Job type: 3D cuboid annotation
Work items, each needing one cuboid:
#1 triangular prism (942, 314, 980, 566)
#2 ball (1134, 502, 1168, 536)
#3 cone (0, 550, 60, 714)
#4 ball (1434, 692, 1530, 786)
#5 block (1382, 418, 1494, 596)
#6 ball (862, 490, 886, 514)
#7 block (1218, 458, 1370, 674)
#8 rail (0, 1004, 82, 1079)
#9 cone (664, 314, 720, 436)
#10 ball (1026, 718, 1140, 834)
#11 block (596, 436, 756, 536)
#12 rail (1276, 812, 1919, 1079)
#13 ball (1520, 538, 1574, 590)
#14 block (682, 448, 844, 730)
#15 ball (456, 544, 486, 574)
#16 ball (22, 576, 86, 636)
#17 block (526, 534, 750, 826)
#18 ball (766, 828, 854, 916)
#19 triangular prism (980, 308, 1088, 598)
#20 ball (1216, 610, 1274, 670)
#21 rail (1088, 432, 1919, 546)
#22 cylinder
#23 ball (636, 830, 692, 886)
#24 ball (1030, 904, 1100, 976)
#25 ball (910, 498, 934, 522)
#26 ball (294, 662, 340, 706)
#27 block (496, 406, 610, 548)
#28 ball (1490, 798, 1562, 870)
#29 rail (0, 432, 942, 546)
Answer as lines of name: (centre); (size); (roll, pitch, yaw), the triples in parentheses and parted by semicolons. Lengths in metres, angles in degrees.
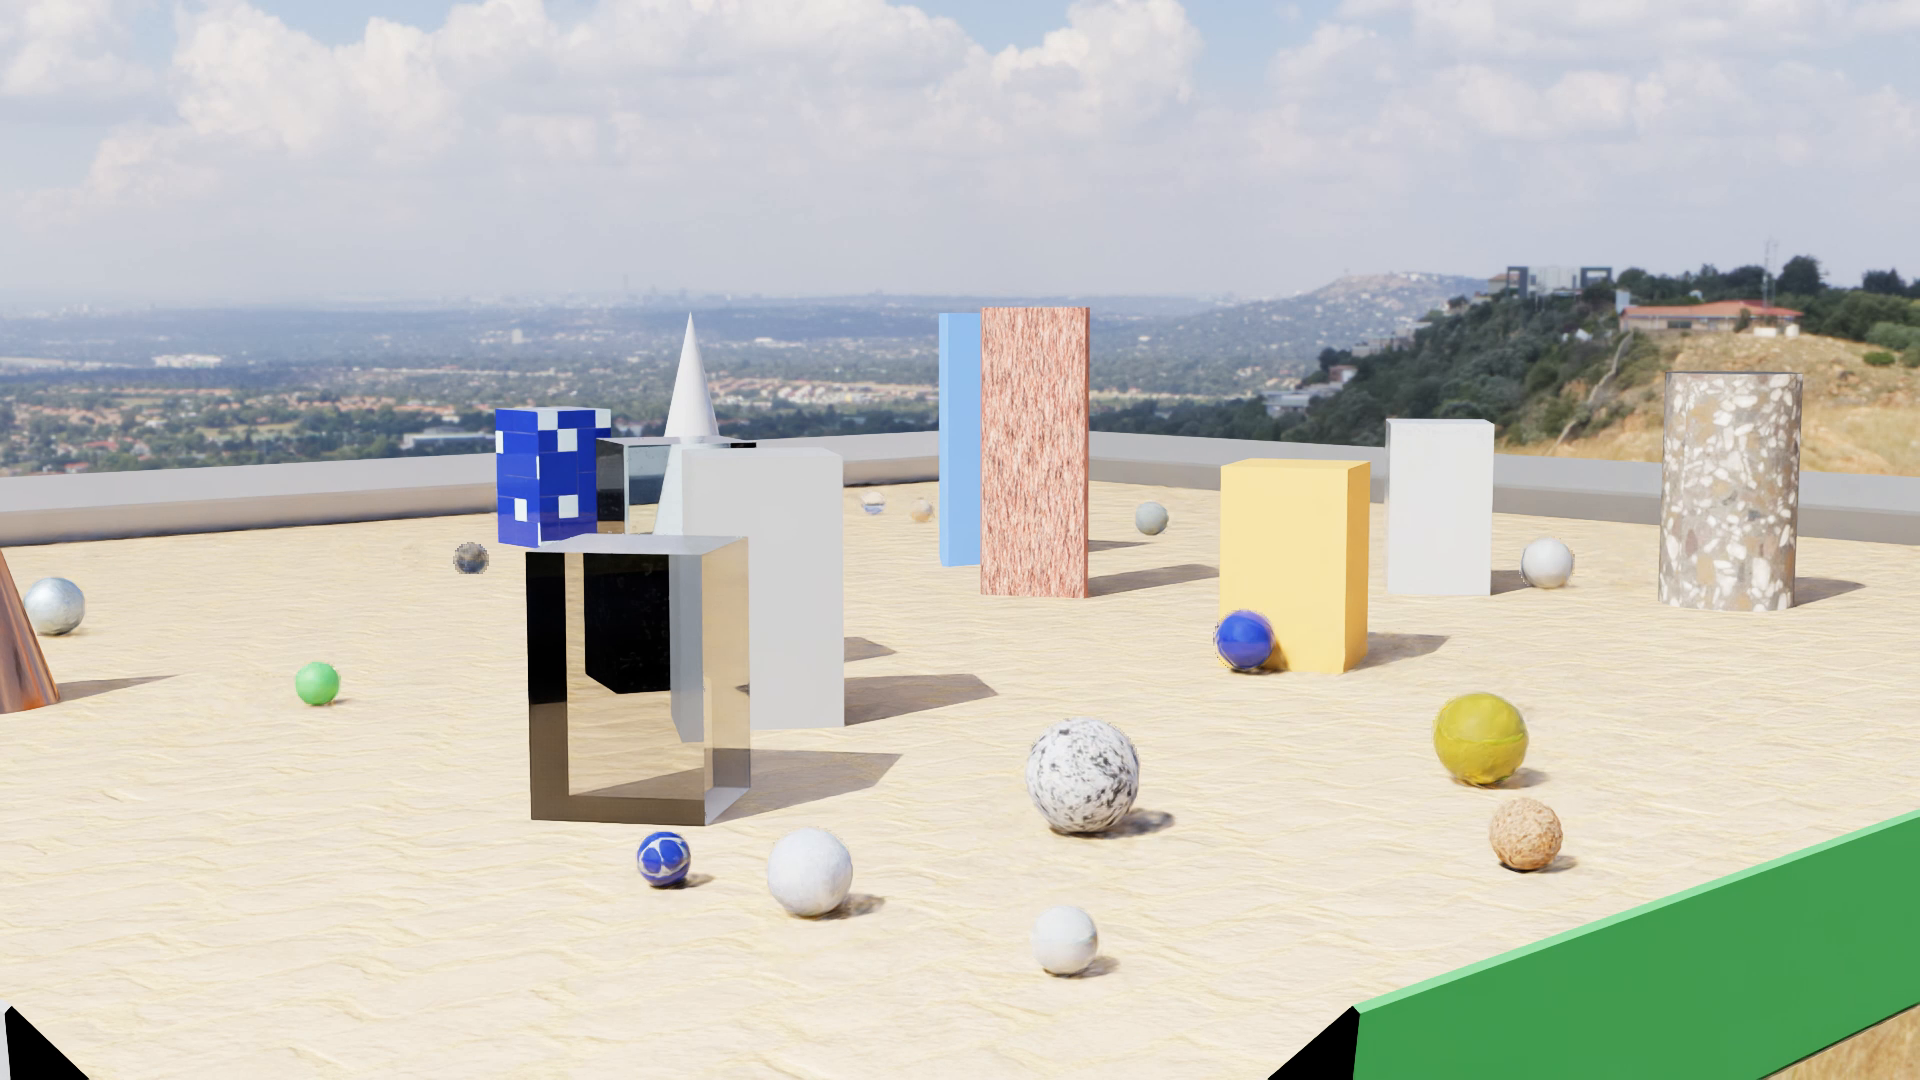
triangular prism: (0.006, -0.183, 3.914); (0.171, 0.439, 0.148); (-4, 7, -33)
ball: (0.380, -0.042, 4.358); (0.067, 0.067, 0.067); (0, 6, 0)
cone: (-1.128, 0.034, 2.484); (0.197, 0.306, 0.197); (0, 6, 0)
ball: (0.490, 0.186, 2.068); (0.088, 0.088, 0.088); (0, 6, 0)
block: (0.762, -0.055, 3.513); (0.158, 0.268, 0.158); (1, 6, 8)
ball: (-0.189, -0.081, 4.798); (0.053, 0.053, 0.053); (0, 6, 0)
block: (0.426, 0.029, 2.789); (0.158, 0.252, 0.158); (2, 6, 20)
rail: (-1.383, 0.166, 2.063); (0.045, 0.128, 3.684); (-5, 8, -42)
cone: (-0.462, -0.172, 3.790); (0.197, 0.443, 0.197); (0, 6, 0)
ball: (0.105, 0.201, 1.878); (0.098, 0.098, 0.098); (0, 6, 0)
block: (-0.348, 0.021, 2.700); (0.158, 0.286, 0.158); (-3, 6, -23)
rail: (1.233, 0.172, 2.003); (3.810, 0.128, 0.045); (-5, 8, -42)
ball: (0.940, 0.038, 3.522); (0.082, 0.082, 0.082); (0, 6, 0)
block: (-0.217, 0.050, 2.403); (0.158, 0.291, 0.158); (-1, 6, -11)
ball: (-0.826, 0.033, 3.717); (0.051, 0.051, 0.051); (0, 6, 0)
ball: (-1.242, 0.091, 3.016); (0.081, 0.081, 0.081); (0, 6, 0)
block: (-0.286, 0.121, 1.979); (0.158, 0.237, 0.158); (1, 6, 9)
ball: (-0.111, 0.245, 1.623); (0.064, 0.064, 0.064); (0, 6, 0)
triangular prism: (0.135, -0.143, 3.482); (0.171, 0.449, 0.148); (2, 6, 16)
ball: (0.351, 0.123, 2.704); (0.072, 0.072, 0.072); (0, 6, 0)
rail: (1.383, -0.099, 4.601); (0.045, 0.128, 3.684); (-5, 8, -42)
cylinder: (1.169, -0.078, 3.340); (0.197, 0.350, 0.197); (0, 6, 0)
ball: (-0.229, 0.247, 1.704); (0.043, 0.043, 0.043); (0, 6, 0)
ball: (0.070, 0.269, 1.478); (0.046, 0.046, 0.046); (0, 6, 0)
ball: (-0.082, -0.062, 4.627); (0.050, 0.050, 0.050); (0, 6, 0)
ball: (-0.726, 0.162, 2.486); (0.049, 0.049, 0.049); (0, 6, 0)
block: (-0.776, -0.122, 4.205); (0.158, 0.257, 0.158); (-5, 8, -41)
ball: (0.451, 0.235, 1.755); (0.057, 0.057, 0.057); (0, 6, 0)
rail: (-1.233, -0.106, 4.661); (3.810, 0.128, 0.045); (-5, 8, -42)
